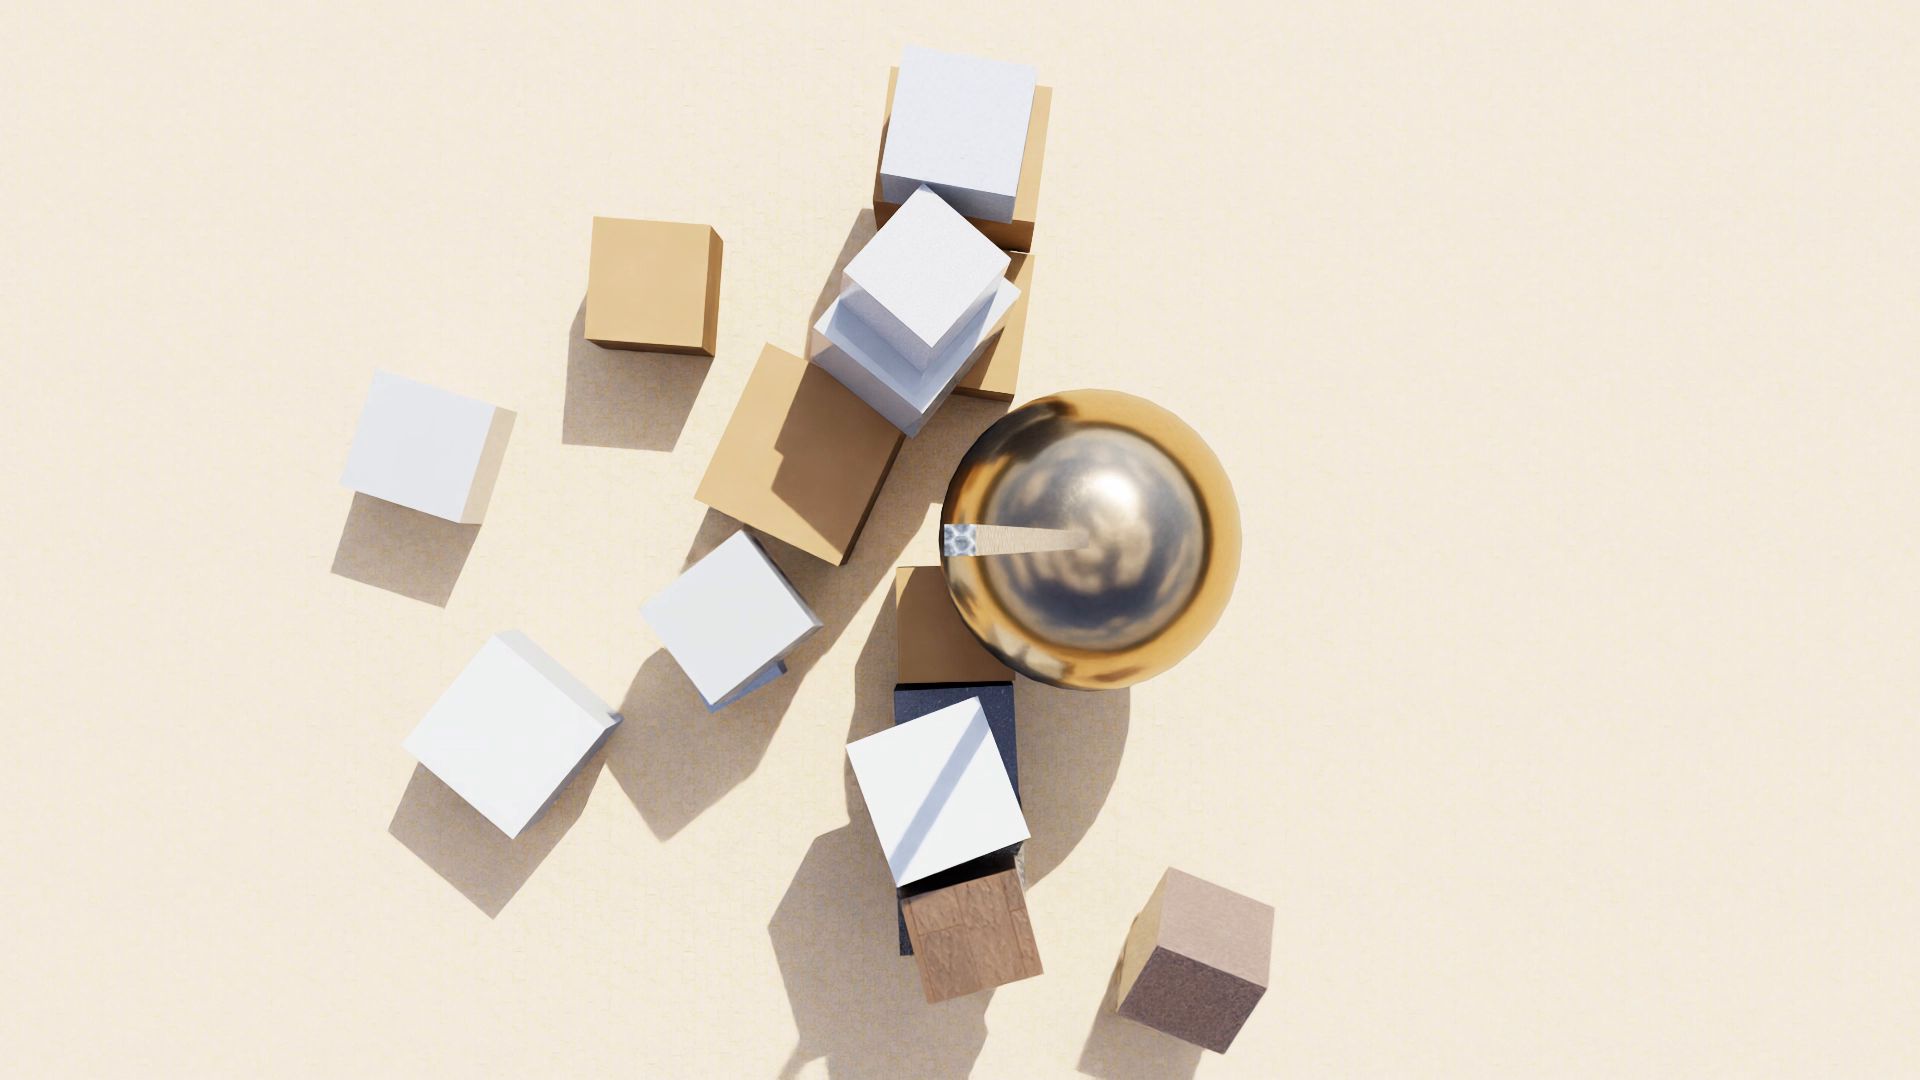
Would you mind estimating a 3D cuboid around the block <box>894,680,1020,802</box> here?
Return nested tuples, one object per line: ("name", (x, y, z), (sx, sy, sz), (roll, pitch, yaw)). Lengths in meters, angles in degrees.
("block", (-0.020, 1.158, 12.664), (0.673, 0.671, 0.655), (-3, 90, 0))

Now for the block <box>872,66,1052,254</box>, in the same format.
("block", (0.014, -2.054, 11.975), (0.863, 0.845, 0.724), (8, 86, 0))

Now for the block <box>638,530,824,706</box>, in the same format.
("block", (-1.261, 0.433, 12.254), (0.706, 0.699, 0.655), (-38, 87, 0))

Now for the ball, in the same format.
("ball", (0.683, 0.000, 11.586), (1.600, 1.600, 1.600), (0, 90, 0))

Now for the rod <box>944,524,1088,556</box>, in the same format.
("rod", (0.296, 0.000, 8.208), (0.080, 5.200, 0.080), (0, 90, 7))

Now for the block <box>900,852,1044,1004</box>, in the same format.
("block", (0.064, 2.103, 11.952), (0.640, 0.605, 0.579), (-15, 90, 0))

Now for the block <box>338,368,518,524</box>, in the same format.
("block", (-3.057, -0.532, 12.694), (0.712, 0.611, 0.691), (17, 90, 0))

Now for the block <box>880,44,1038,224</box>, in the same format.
("block", (-0.004, -2.061, 11.226), (0.677, 0.649, 0.661), (10, 86, 0))

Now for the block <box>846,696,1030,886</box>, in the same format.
("block", (-0.115, 1.363, 11.882), (0.741, 0.773, 0.785), (-20, 83, -2))

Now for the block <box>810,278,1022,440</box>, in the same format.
("block", (-0.252, -1.151, 11.810), (0.723, 0.726, 0.839), (38, 80, 1))

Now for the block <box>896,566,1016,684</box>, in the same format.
("block", (-0.024, 0.470, 12.636), (0.653, 0.728, 0.644), (-1, 90, 0))

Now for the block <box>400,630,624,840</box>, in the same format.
("block", (-2.555, 1.100, 12.650), (0.820, 0.700, 0.809), (40, 90, 0))

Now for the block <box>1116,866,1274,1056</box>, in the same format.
("block", (1.346, 2.397, 12.543), (0.663, 0.642, 0.613), (22, 126, -3))

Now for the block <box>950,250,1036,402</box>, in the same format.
("block", (-0.063, -1.260, 12.623), (0.863, 0.755, 0.784), (8, 90, 0))

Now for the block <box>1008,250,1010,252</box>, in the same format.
("block", (-0.003, -2.010, 12.689), (0.625, 0.584, 0.621), (3, 86, 0))

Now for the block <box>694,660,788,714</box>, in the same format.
("block", (-1.334, 0.682, 12.803), (0.472, 0.393, 0.465), (-29, 90, 0))

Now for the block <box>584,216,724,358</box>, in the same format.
("block", (-1.751, -1.447, 12.658), (0.660, 0.684, 0.687), (4, 90, 0))

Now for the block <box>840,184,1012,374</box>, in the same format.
("block", (-0.188, -1.320, 11.173), (0.580, 0.590, 0.604), (41, 80, 1))

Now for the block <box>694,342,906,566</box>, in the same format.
("block", (-0.869, -0.474, 12.557), (0.882, 0.886, 0.952), (25, 90, 0))

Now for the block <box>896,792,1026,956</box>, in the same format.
("block", (0.004, 1.893, 12.628), (0.719, 0.745, 0.813), (-3, 90, 0))
